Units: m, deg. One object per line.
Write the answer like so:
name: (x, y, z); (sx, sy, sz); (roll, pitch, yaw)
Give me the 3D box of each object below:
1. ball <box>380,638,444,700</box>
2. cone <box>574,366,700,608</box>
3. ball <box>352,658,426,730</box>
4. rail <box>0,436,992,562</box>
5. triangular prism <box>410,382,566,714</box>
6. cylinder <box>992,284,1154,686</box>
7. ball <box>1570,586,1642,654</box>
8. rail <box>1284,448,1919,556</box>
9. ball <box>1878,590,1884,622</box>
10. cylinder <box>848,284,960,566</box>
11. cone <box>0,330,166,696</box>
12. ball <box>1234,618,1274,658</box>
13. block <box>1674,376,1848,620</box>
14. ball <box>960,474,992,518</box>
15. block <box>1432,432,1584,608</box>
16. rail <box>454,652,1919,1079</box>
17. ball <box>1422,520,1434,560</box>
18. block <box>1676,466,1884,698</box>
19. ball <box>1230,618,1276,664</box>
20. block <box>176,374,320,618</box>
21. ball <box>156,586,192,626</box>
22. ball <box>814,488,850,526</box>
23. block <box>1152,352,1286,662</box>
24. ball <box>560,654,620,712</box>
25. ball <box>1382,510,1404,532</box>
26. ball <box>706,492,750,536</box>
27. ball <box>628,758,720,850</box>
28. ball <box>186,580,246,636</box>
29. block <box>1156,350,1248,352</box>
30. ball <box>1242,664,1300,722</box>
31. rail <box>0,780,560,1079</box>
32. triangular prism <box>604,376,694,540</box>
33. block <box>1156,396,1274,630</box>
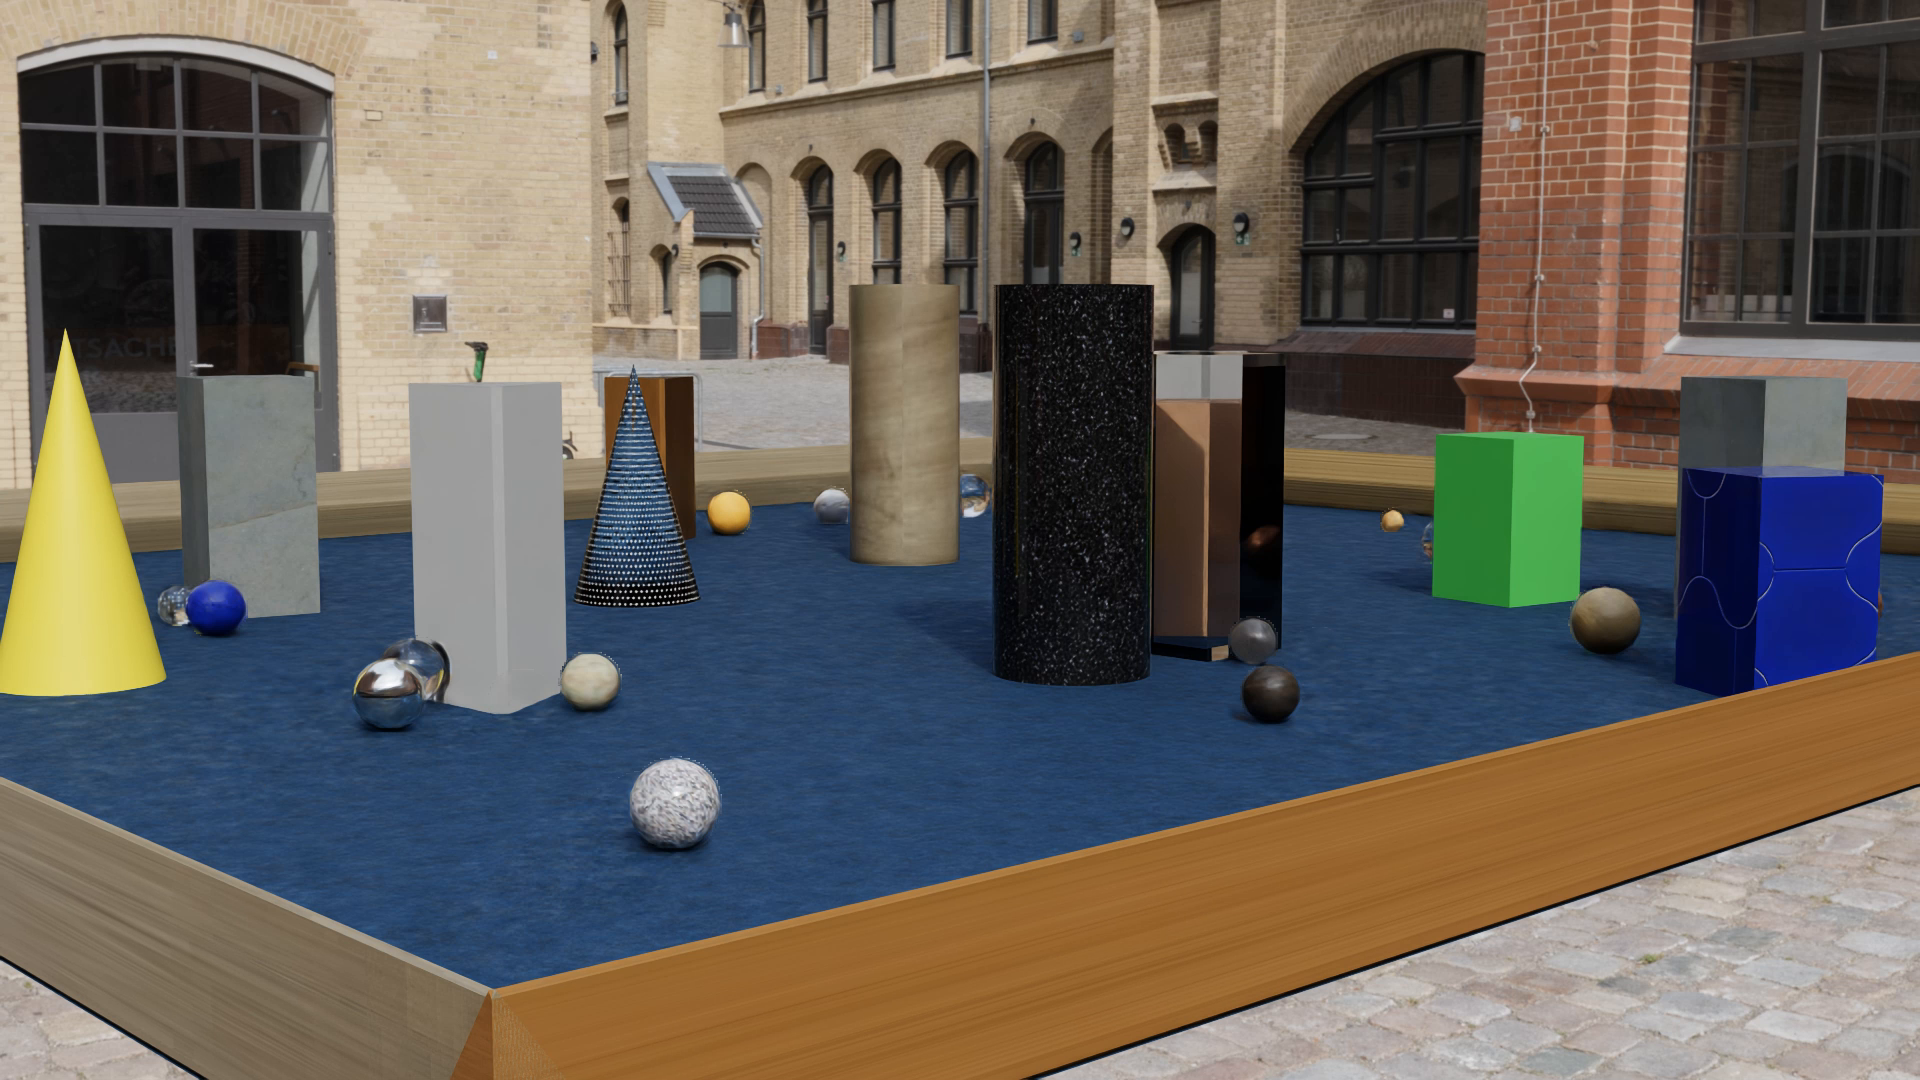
ball: (-0.618, 0.148, 2.473); (0.074, 0.074, 0.074); (0, 6, 0)
cone: (-0.499, -0.089, 3.379); (0.196, 0.363, 0.196); (0, 6, 0)
ball: (-0.606, 0.164, 2.337); (0.076, 0.076, 0.076); (0, 6, 0)
rail: (-1.038, -0.084, 4.451); (3.461, 0.127, 0.045); (-5, 8, -42)
triangular prism: (-0.515, 0.001, 2.518); (0.170, 0.361, 0.147); (6, 8, 43)
cylinder: (0.137, -0.073, 2.685); (0.196, 0.474, 0.196); (0, 6, 0)
ball: (0.836, 0.105, 2.847); (0.088, 0.088, 0.088); (0, 6, 0)
rail: (1.255, -0.087, 4.483); (0.045, 0.127, 3.109); (-5, 8, -42)
ball: (1.210, 0.089, 2.996); (0.087, 0.087, 0.087); (0, 6, 0)
cylinder: (-0.099, -0.207, 3.906); (0.196, 0.488, 0.196); (0, 6, 0)
cone: (-1.057, -0.040, 2.621); (0.196, 0.423, 0.196); (0, 6, 0)
ball: (0.376, 0.126, 2.813); (0.051, 0.051, 0.051); (0, 6, 0)
block: (1.136, -0.056, 3.127); (0.157, 0.349, 0.157); (-3, 7, -26)
ball: (0.019, -0.094, 4.711); (0.095, 0.095, 0.095); (0, 6, 0)
block: (0.845, -0.035, 3.395); (0.157, 0.253, 0.157); (-4, 7, -34)
rail: (1.038, 0.150, 2.213); (3.461, 0.127, 0.045); (-5, 8, -42)
ball: (0.847, 0.002, 3.820); (0.089, 0.089, 0.089); (0, 6, 0)
block: (0.950, 0.049, 2.557); (0.157, 0.258, 0.157); (-2, 6, -14)
ball: (0.368, 0.127, 2.759); (0.058, 0.058, 0.058); (0, 6, 0)
block: (-1.052, -0.067, 3.250); (0.157, 0.347, 0.157); (-4, 7, -33)
ball: (-1.106, 0.093, 3.109); (0.056, 0.056, 0.056); (0, 6, 0)
ball: (-0.263, -0.067, 4.545); (0.077, 0.077, 0.077); (0, 6, 0)
block: (0.313, -0.050, 2.879); (0.157, 0.388, 0.157); (6, 8, 44)
ball: (-0.412, 0.158, 2.448); (0.065, 0.065, 0.065); (0, 6, 0)
ball: (0.867, -0.037, 4.412); (0.044, 0.044, 0.044); (0, 6, 0)
ball: (-0.458, -0.053, 4.354); (0.087, 0.087, 0.087); (0, 6, 0)
ball: (-0.236, 0.219, 1.820); (0.075, 0.075, 0.075); (0, 6, 0)
ball: (-1.016, 0.094, 3.003); (0.077, 0.077, 0.077); (0, 6, 0)
block: (0.459, -0.183, 4.268); (0.157, 0.365, 0.157); (2, 6, 22)
ball: (0.337, 0.166, 2.381); (0.062, 0.062, 0.062); (0, 6, 0)
rail: (-1.255, 0.154, 2.181); (0.045, 0.127, 3.109); (-5, 8, -42)
triangular prism: (-0.573, -0.157, 4.255); (0.170, 0.316, 0.147); (5, 8, 42)
block: (0.360, -0.041, 3.126); (0.157, 0.319, 0.157); (1, 6, 5)
